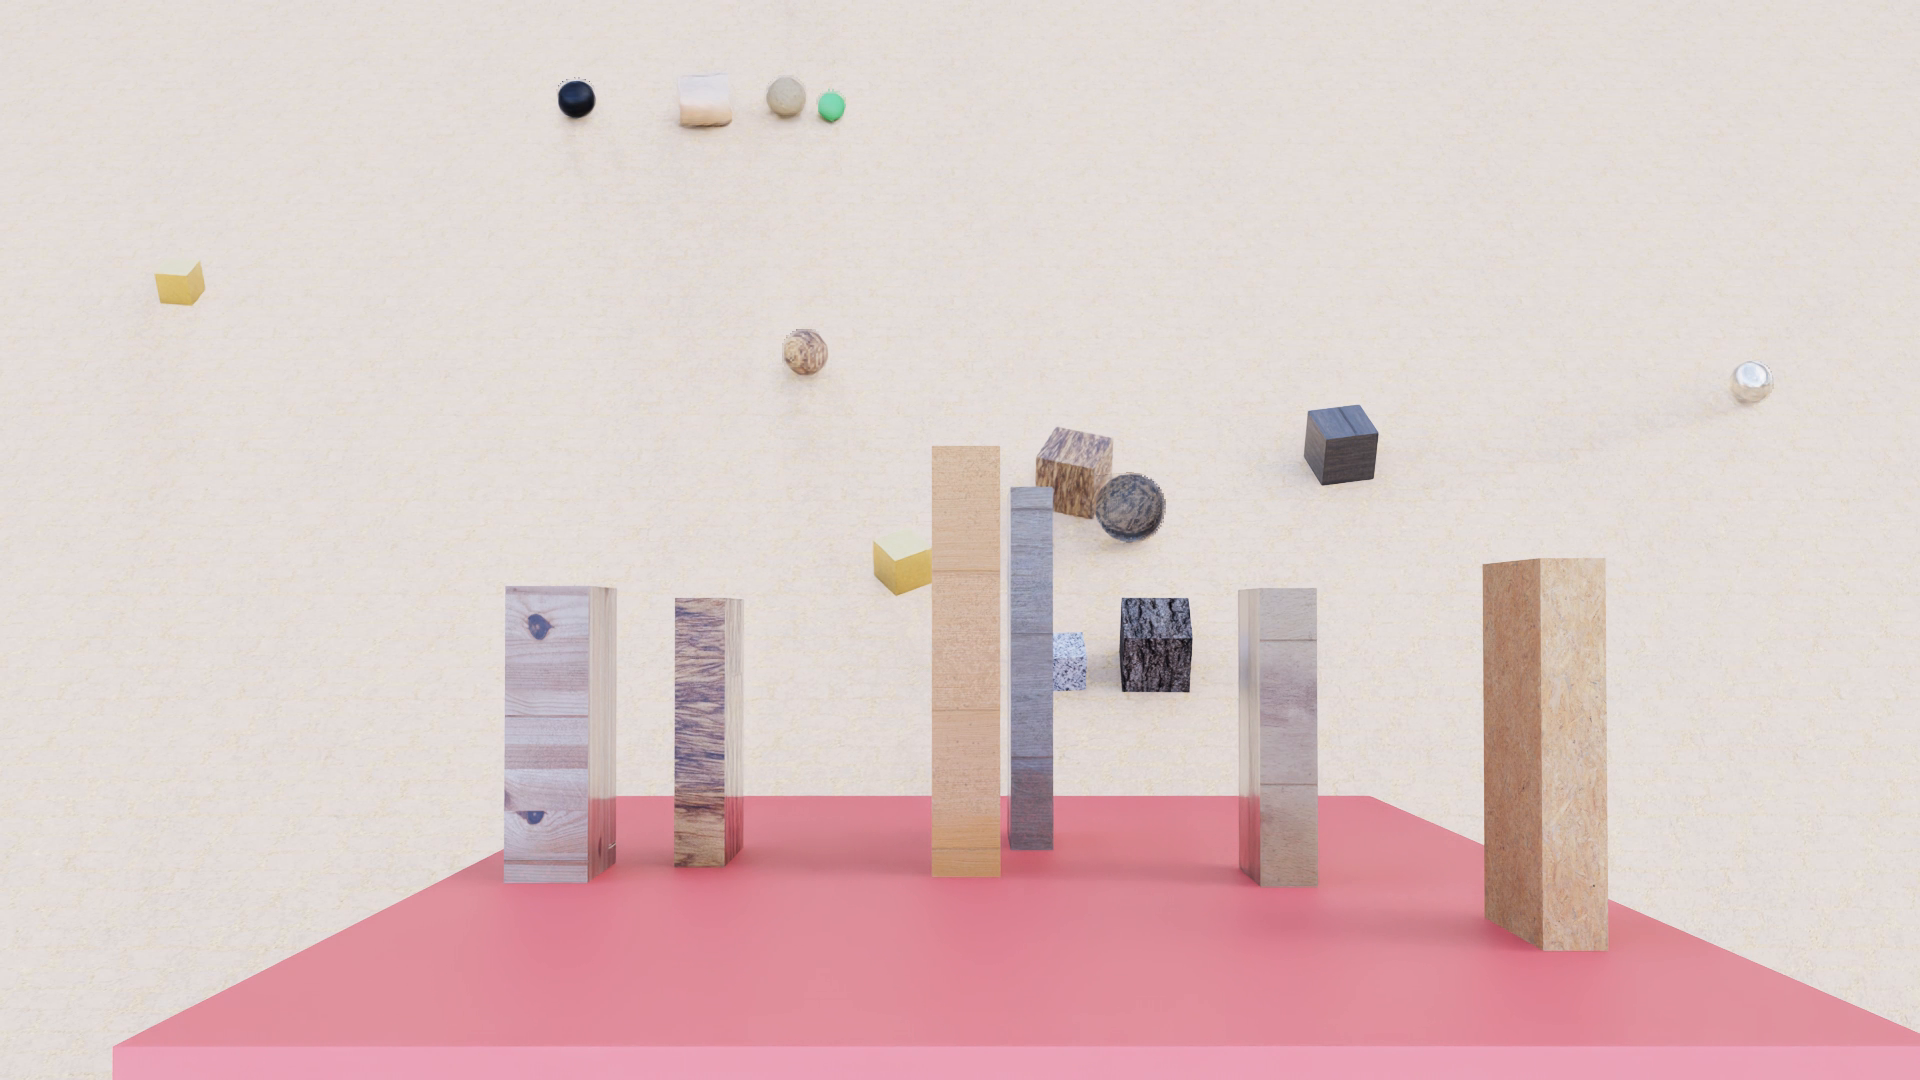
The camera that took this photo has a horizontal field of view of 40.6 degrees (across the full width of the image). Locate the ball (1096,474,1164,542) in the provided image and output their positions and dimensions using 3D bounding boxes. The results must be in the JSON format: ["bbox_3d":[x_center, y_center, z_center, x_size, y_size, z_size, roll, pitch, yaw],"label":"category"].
[{"bbox_3d":[0.515,-0.097,7.892,0.207,0.207,0.207,0,35,0],"label":"ball"}]

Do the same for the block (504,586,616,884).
[{"bbox_3d":[-0.730,0.348,4.771,0.147,0.523,0.378,0,-2,0],"label":"block"}]

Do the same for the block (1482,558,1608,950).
[{"bbox_3d":[0.863,0.307,3.851,0.092,0.550,0.406,0,-2,0],"label":"block"}]

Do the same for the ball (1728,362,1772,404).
[{"bbox_3d":[2.604,-0.519,8.561,0.138,0.138,0.138,0,35,0],"label":"ball"}]

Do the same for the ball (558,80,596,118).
[{"bbox_3d":[-1.523,-1.751,10.321,0.152,0.152,0.152,0,35,0],"label":"ball"}]

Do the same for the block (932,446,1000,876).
[{"bbox_3d":[0.011,0.224,4.871,0.124,0.778,0.359,0,-2,0],"label":"block"}]

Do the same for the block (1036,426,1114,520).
[{"bbox_3d":[0.355,-0.208,8.069,0.188,0.188,0.188,12,37,17],"label":"block"}]

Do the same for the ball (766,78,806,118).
[{"bbox_3d":[-0.691,-1.760,10.329,0.158,0.158,0.158,0,35,0],"label":"ball"}]

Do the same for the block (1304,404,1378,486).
[{"bbox_3d":[1.205,-0.301,8.215,0.173,0.173,0.173,-7,35,-11],"label":"block"}]

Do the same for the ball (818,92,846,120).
[{"bbox_3d":[-0.511,-1.723,10.315,0.112,0.112,0.112,0,35,0],"label":"ball"}]

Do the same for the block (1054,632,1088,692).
[{"bbox_3d":[0.293,0.344,7.336,0.117,0.117,0.117,-2,35,-3],"label":"block"}]

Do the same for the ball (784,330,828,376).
[{"bbox_3d":[-0.516,-0.627,8.704,0.151,0.151,0.151,0,35,0],"label":"ball"}]

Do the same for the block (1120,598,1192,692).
[{"bbox_3d":[0.552,0.296,7.341,0.190,0.190,0.190,0,35,0],"label":"block"}]

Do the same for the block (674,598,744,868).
[{"bbox_3d":[-0.488,0.367,5.084,0.094,0.504,0.429,0,-2,0],"label":"block"}]

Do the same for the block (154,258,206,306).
[{"bbox_3d":[-2.744,-0.910,9.139,0.120,0.120,0.120,5,35,8],"label":"block"}]

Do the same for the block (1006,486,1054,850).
[{"bbox_3d":[0.145,0.264,5.424,0.086,0.731,0.396,0,-2,0],"label":"block"}]

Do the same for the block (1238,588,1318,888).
[{"bbox_3d":[0.571,0.348,4.684,0.100,0.518,0.346,0,-2,0],"label":"block"}]

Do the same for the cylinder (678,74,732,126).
[{"bbox_3d":[-1.010,-1.737,10.259,0.198,0.198,0.198,-5,35,-7],"label":"cylinder"}]

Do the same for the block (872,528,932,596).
[{"bbox_3d":[-0.170,0.064,7.730,0.128,0.128,0.128,-20,39,-26],"label":"block"}]

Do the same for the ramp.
[{"bbox_3d":[0.077,0.662,4.825,2.000,0.100,4.000,0,-2,0],"label":"ramp"}]
